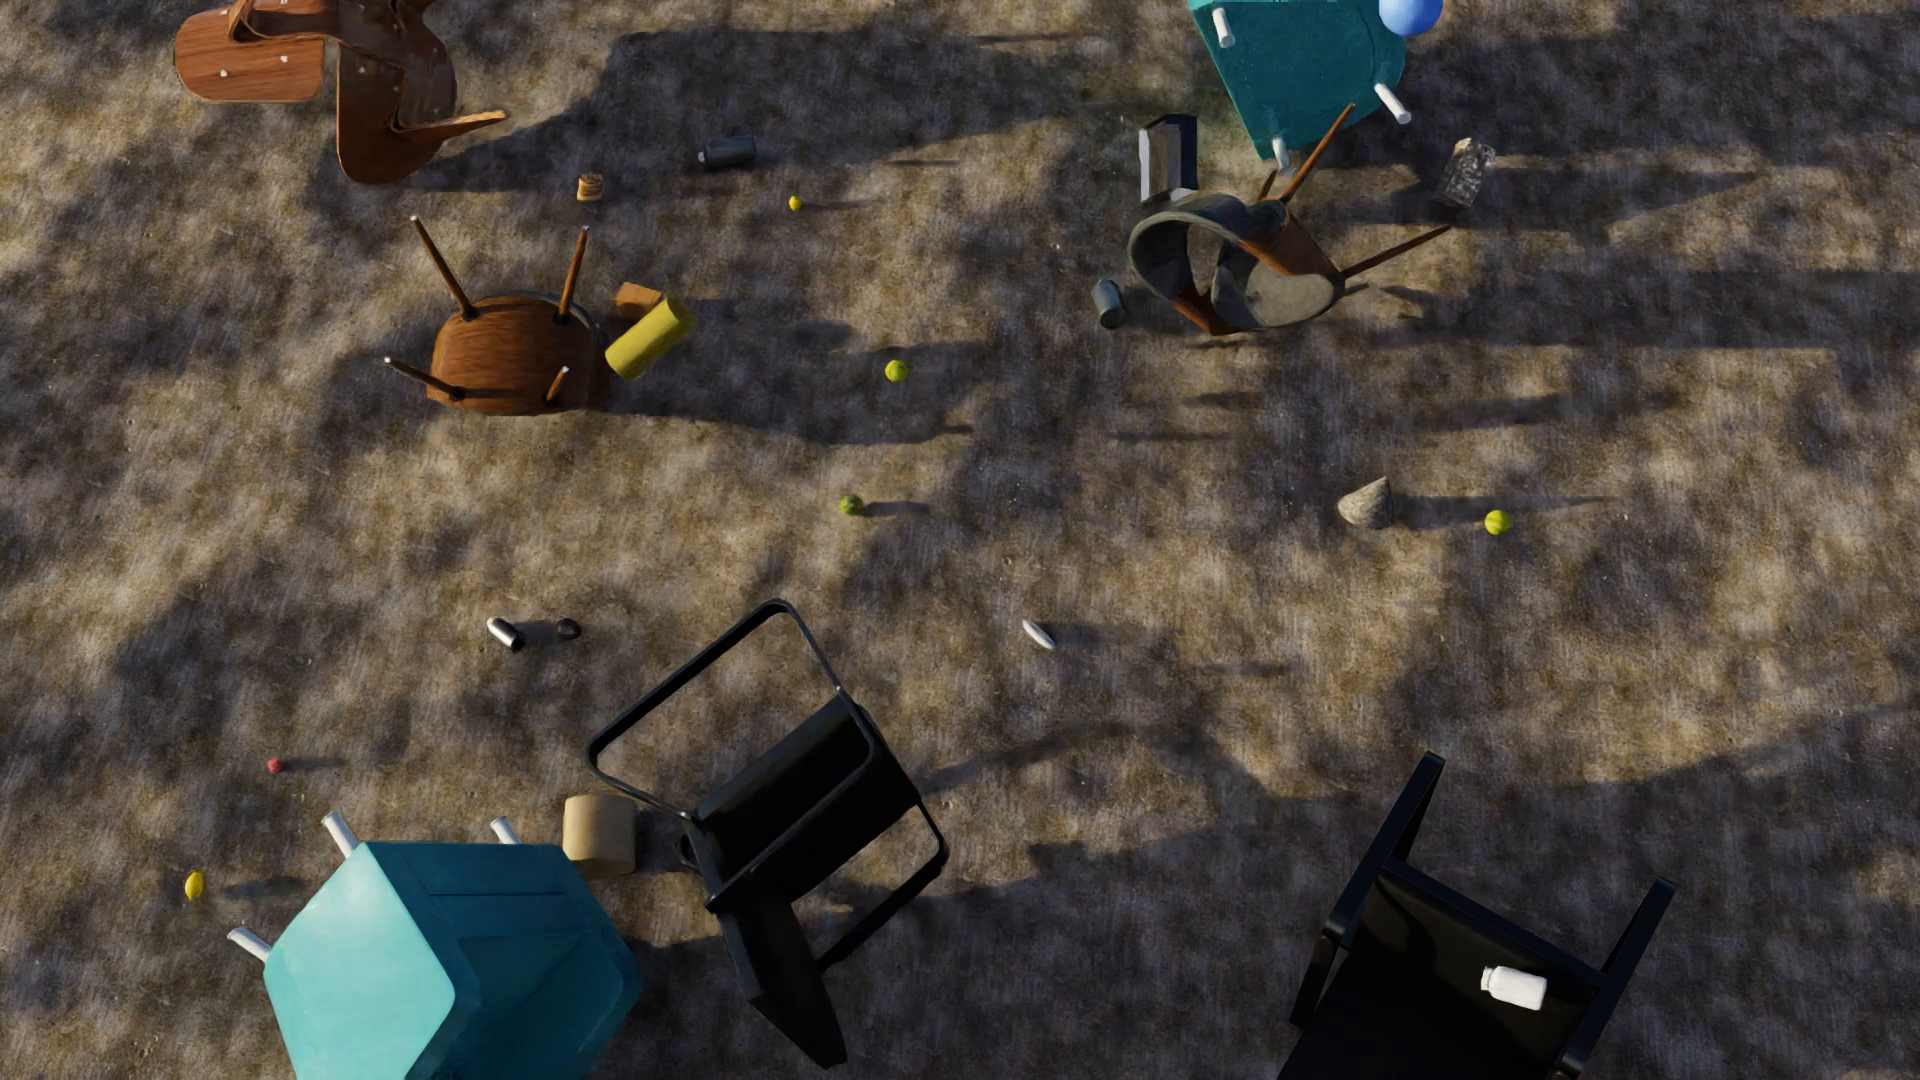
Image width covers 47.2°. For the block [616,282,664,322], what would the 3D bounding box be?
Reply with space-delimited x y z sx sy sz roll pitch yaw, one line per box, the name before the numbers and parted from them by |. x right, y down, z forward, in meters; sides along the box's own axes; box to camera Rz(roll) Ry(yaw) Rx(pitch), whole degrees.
block | -1.015 -0.748 7.006 0.129 0.109 0.071 18 64 12

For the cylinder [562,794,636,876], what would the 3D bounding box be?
cylinder | -0.978 0.801 5.969 0.194 0.107 0.193 4 55 -13

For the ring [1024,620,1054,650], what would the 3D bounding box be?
ring | 0.228 0.274 6.359 0.127 0.062 0.023 43 108 29

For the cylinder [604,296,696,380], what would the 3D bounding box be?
cylinder | -0.880 -0.574 6.257 0.116 0.256 0.113 51 23 -7

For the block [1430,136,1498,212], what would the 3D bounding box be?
block | 1.655 -1.200 7.225 0.099 0.127 0.209 25 89 -8

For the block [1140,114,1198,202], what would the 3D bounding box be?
block | 0.668 -1.222 7.056 0.105 0.224 0.236 -1 88 -17

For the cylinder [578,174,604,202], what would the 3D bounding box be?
cylinder | -1.225 -1.167 7.291 0.081 0.095 0.044 -2 54 -16

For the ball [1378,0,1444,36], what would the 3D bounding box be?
ball | 1.355 -1.612 6.613 0.192 0.192 0.192 0 56 0

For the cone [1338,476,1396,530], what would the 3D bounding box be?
cone | 1.241 -0.138 6.543 0.186 0.165 0.143 7 49 -11
